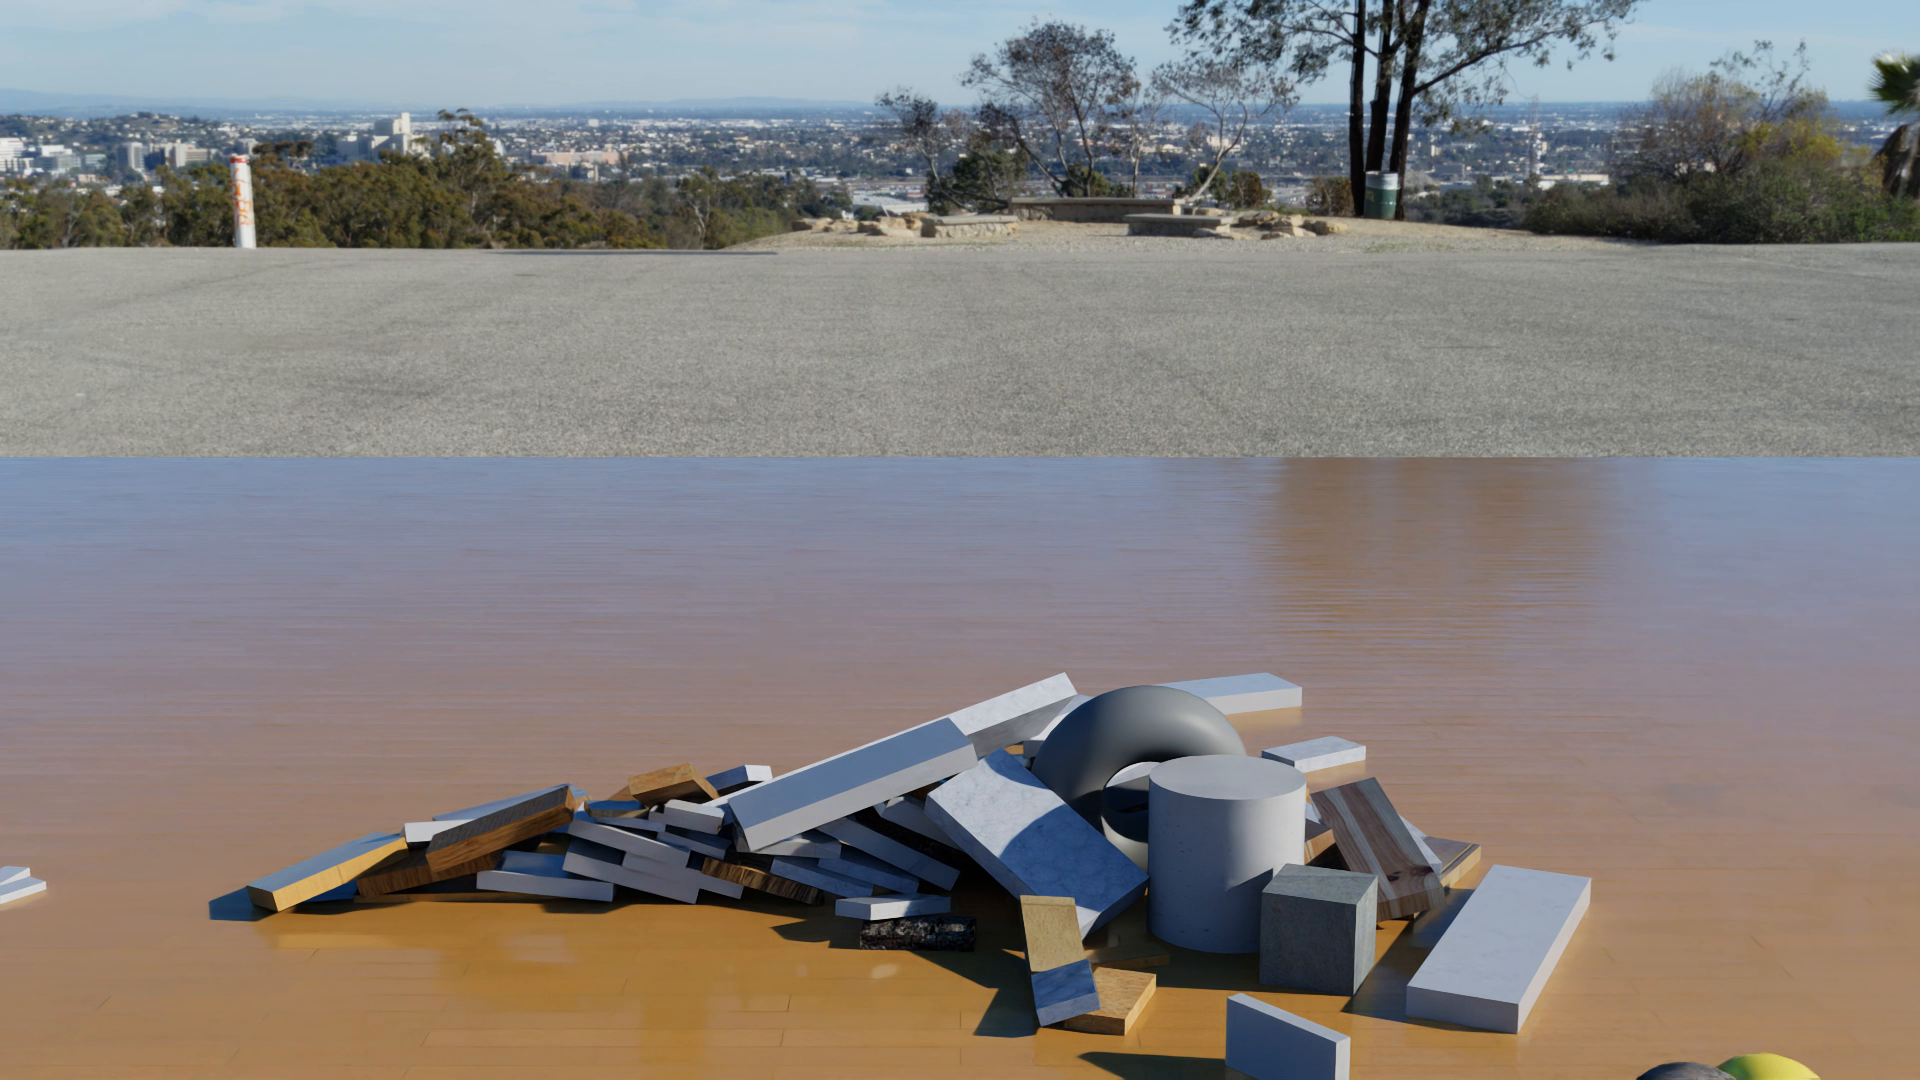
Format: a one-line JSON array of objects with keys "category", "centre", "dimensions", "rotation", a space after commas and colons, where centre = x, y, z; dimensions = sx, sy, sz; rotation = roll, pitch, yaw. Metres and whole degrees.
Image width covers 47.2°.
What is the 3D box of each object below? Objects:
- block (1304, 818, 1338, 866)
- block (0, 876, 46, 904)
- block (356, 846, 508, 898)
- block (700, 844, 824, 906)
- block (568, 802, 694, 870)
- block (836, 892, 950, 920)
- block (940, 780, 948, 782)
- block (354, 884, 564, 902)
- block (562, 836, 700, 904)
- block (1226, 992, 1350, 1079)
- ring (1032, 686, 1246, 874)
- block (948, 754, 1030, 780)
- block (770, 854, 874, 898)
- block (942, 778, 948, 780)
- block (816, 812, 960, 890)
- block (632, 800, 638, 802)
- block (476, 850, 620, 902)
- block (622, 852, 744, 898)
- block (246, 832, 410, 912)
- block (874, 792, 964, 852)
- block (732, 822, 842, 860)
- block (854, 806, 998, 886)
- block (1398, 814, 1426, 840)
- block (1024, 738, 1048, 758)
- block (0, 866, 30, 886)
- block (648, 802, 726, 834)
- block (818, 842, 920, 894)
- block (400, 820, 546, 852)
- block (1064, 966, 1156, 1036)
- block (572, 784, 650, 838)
[{"category": "block", "centre": [0.493, 0.513, 3.806], "dimensions": [0.159, 0.045, 0.319], "rotation": [-22, 16, -21]}, {"category": "block", "centre": [-1.578, 0.584, 3.664], "dimensions": [0.046, 0.013, 0.093], "rotation": [6, 12, 31]}, {"category": "block", "centre": [-0.876, 0.538, 3.651], "dimensions": [0.224, 0.032, 0.112], "rotation": [-13, 10, 2]}, {"category": "block", "centre": [-0.325, 0.550, 3.646], "dimensions": [0.201, 0.028, 0.100], "rotation": [17, 9, -5]}, {"category": "block", "centre": [-0.538, 0.486, 3.632], "dimensions": [0.201, 0.028, 0.100], "rotation": [17, 9, -1]}, {"category": "block", "centre": [-0.107, 0.585, 3.517], "dimensions": [0.170, 0.024, 0.085], "rotation": [3, -4, -43]}, {"category": "block", "centre": [-0.085, 0.480, 4.208], "dimensions": [0.138, 0.020, 0.069], "rotation": [-8, 13, -36]}, {"category": "block", "centre": [-0.827, 0.586, 3.656], "dimensions": [0.349, 0.013, 0.046], "rotation": [-1, 11, -3]}, {"category": "block", "centre": [-0.541, 0.544, 3.661], "dimensions": [0.224, 0.032, 0.112], "rotation": [16, 10, -5]}, {"category": "block", "centre": [0.434, 0.679, 2.922], "dimensions": [0.027, 0.097, 0.194], "rotation": [-9, 14, -39]}, {"category": "ring", "centre": [0.300, 0.415, 3.680], "dimensions": [0.378, 0.378, 0.126], "rotation": [-2, 27, -9]}, {"category": "block", "centre": [0.167, 0.443, 4.199], "dimensions": [0.340, 0.048, 0.170], "rotation": [0, 3, -27]}, {"category": "block", "centre": [-0.228, 0.553, 3.646], "dimensions": [0.170, 0.024, 0.085], "rotation": [18, 9, -3]}, {"category": "block", "centre": [0.014, 0.470, 4.253], "dimensions": [0.069, 0.020, 0.139], "rotation": [-6, 12, -39]}, {"category": "block", "centre": [-0.134, 0.500, 3.713], "dimensions": [0.269, 0.038, 0.135], "rotation": [27, 5, -11]}, {"category": "block", "centre": [-0.594, 0.482, 3.793], "dimensions": [0.100, 0.028, 0.201], "rotation": [-14, -10, -4]}, {"category": "block", "centre": [-0.681, 0.558, 3.666], "dimensions": [0.224, 0.032, 0.112], "rotation": [5, 10, 0]}, {"category": "block", "centre": [-0.455, 0.539, 3.650], "dimensions": [0.201, 0.028, 0.100], "rotation": [16, 9, -5]}, {"category": "block", "centre": [-1.046, 0.547, 3.643], "dimensions": [0.236, 0.033, 0.118], "rotation": [-21, 12, -37]}, {"category": "block", "centre": [-0.021, 0.473, 3.697], "dimensions": [0.283, 0.040, 0.142], "rotation": [26, 6, -21]}, {"category": "block", "centre": [-0.287, 0.495, 3.632], "dimensions": [0.170, 0.024, 0.085], "rotation": [6, 10, -13]}, {"category": "block", "centre": [-0.056, 0.495, 3.742], "dimensions": [0.269, 0.038, 0.135], "rotation": [27, 5, -13]}, {"category": "block", "centre": [0.759, 0.520, 3.970], "dimensions": [0.094, 0.027, 0.189], "rotation": [-2, 11, -11]}, {"category": "block", "centre": [0.246, 0.394, 4.166], "dimensions": [0.239, 0.034, 0.119], "rotation": [-1, -3, 9]}, {"category": "block", "centre": [-1.622, 0.574, 3.719], "dimensions": [0.046, 0.013, 0.093], "rotation": [2, 11, 11]}, {"category": "block", "centre": [-0.447, 0.456, 3.604], "dimensions": [0.115, 0.016, 0.058], "rotation": [11, 9, 4]}, {"category": "block", "centre": [-0.153, 0.546, 3.680], "dimensions": [0.170, 0.024, 0.085], "rotation": [18, 9, -5]}, {"category": "block", "centre": [-0.840, 0.514, 3.766], "dimensions": [0.236, 0.033, 0.118], "rotation": [0, -27, -25]}, {"category": "block", "centre": [0.219, 0.667, 3.186], "dimensions": [0.089, 0.025, 0.177], "rotation": [4, 11, 19]}, {"category": "block", "centre": [-0.597, 0.505, 4.028], "dimensions": [0.129, 0.037, 0.258], "rotation": [3, 11, 15]}]
